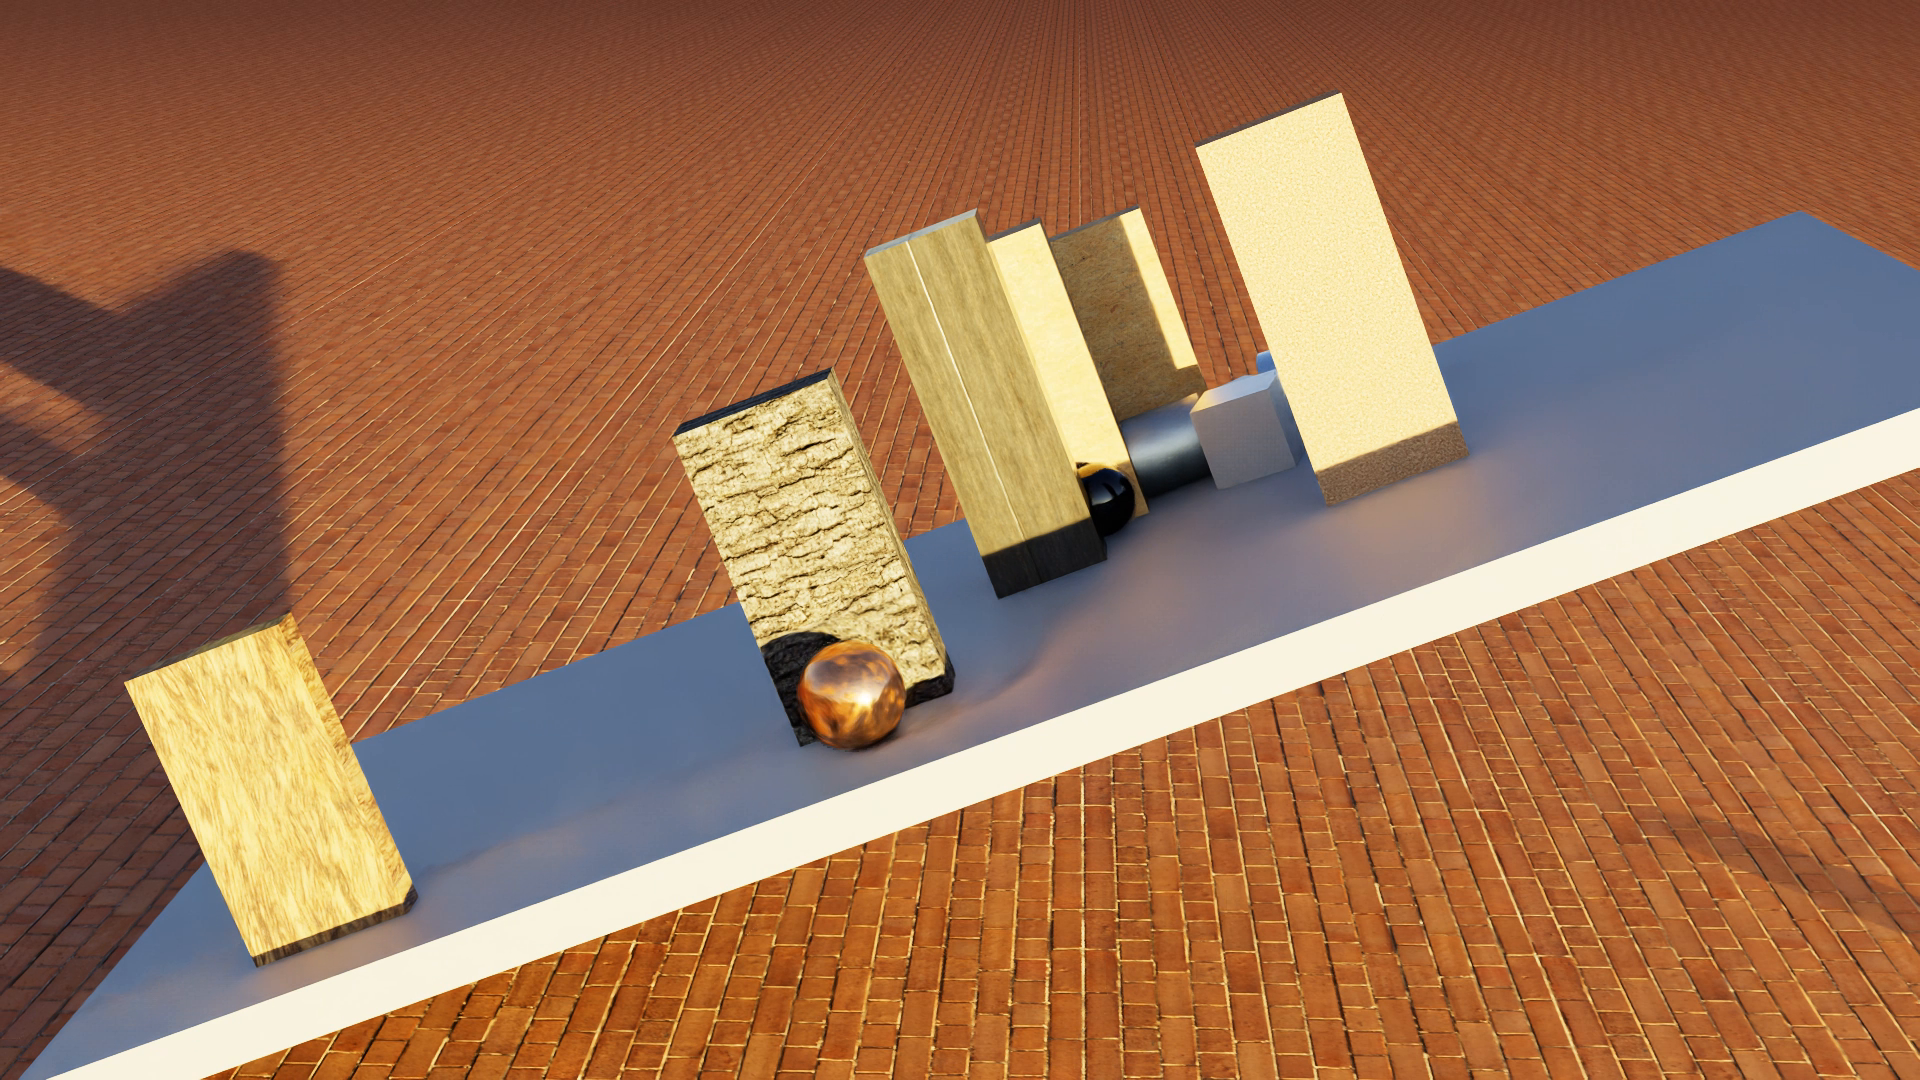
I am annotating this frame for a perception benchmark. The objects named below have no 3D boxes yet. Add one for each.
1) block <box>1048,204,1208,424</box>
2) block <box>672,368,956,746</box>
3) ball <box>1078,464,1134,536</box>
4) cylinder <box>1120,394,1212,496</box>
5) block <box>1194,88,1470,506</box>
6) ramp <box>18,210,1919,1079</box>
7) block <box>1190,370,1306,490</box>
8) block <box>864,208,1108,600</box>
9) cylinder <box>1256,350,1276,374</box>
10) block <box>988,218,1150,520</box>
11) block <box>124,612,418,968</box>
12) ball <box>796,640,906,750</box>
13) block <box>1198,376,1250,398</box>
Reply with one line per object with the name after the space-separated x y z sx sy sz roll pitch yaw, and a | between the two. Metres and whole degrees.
0.385 -0.451 6.908 0.298 0.600 0.091 -20 12 7 | block
-0.281 0.034 5.756 0.320 0.663 0.139 -20 12 7 | block
0.304 -0.087 6.483 0.162 0.162 0.162 0 13 0 | ball
0.483 -0.216 6.700 0.186 0.186 0.186 -20 12 7 | cylinder
0.755 -0.489 5.969 0.306 0.782 0.110 -20 12 7 | block
0.120 0.175 6.294 4.000 0.100 2.000 -20 12 7 | ramp
0.646 -0.249 6.555 0.186 0.186 0.186 -17 12 21 | block
0.059 -0.290 6.295 0.251 0.789 0.132 -20 12 7 | block
0.808 -0.379 6.866 0.178 0.178 0.178 -18 8 19 | cylinder
0.126 -0.326 6.582 0.375 0.692 0.125 -20 12 7 | block
-1.330 0.487 5.700 0.325 0.618 0.091 -20 12 7 | block
-0.206 0.294 5.576 0.208 0.208 0.208 0 13 0 | ball
0.652 -0.281 6.784 0.149 0.149 0.149 -25 12 -17 | block
